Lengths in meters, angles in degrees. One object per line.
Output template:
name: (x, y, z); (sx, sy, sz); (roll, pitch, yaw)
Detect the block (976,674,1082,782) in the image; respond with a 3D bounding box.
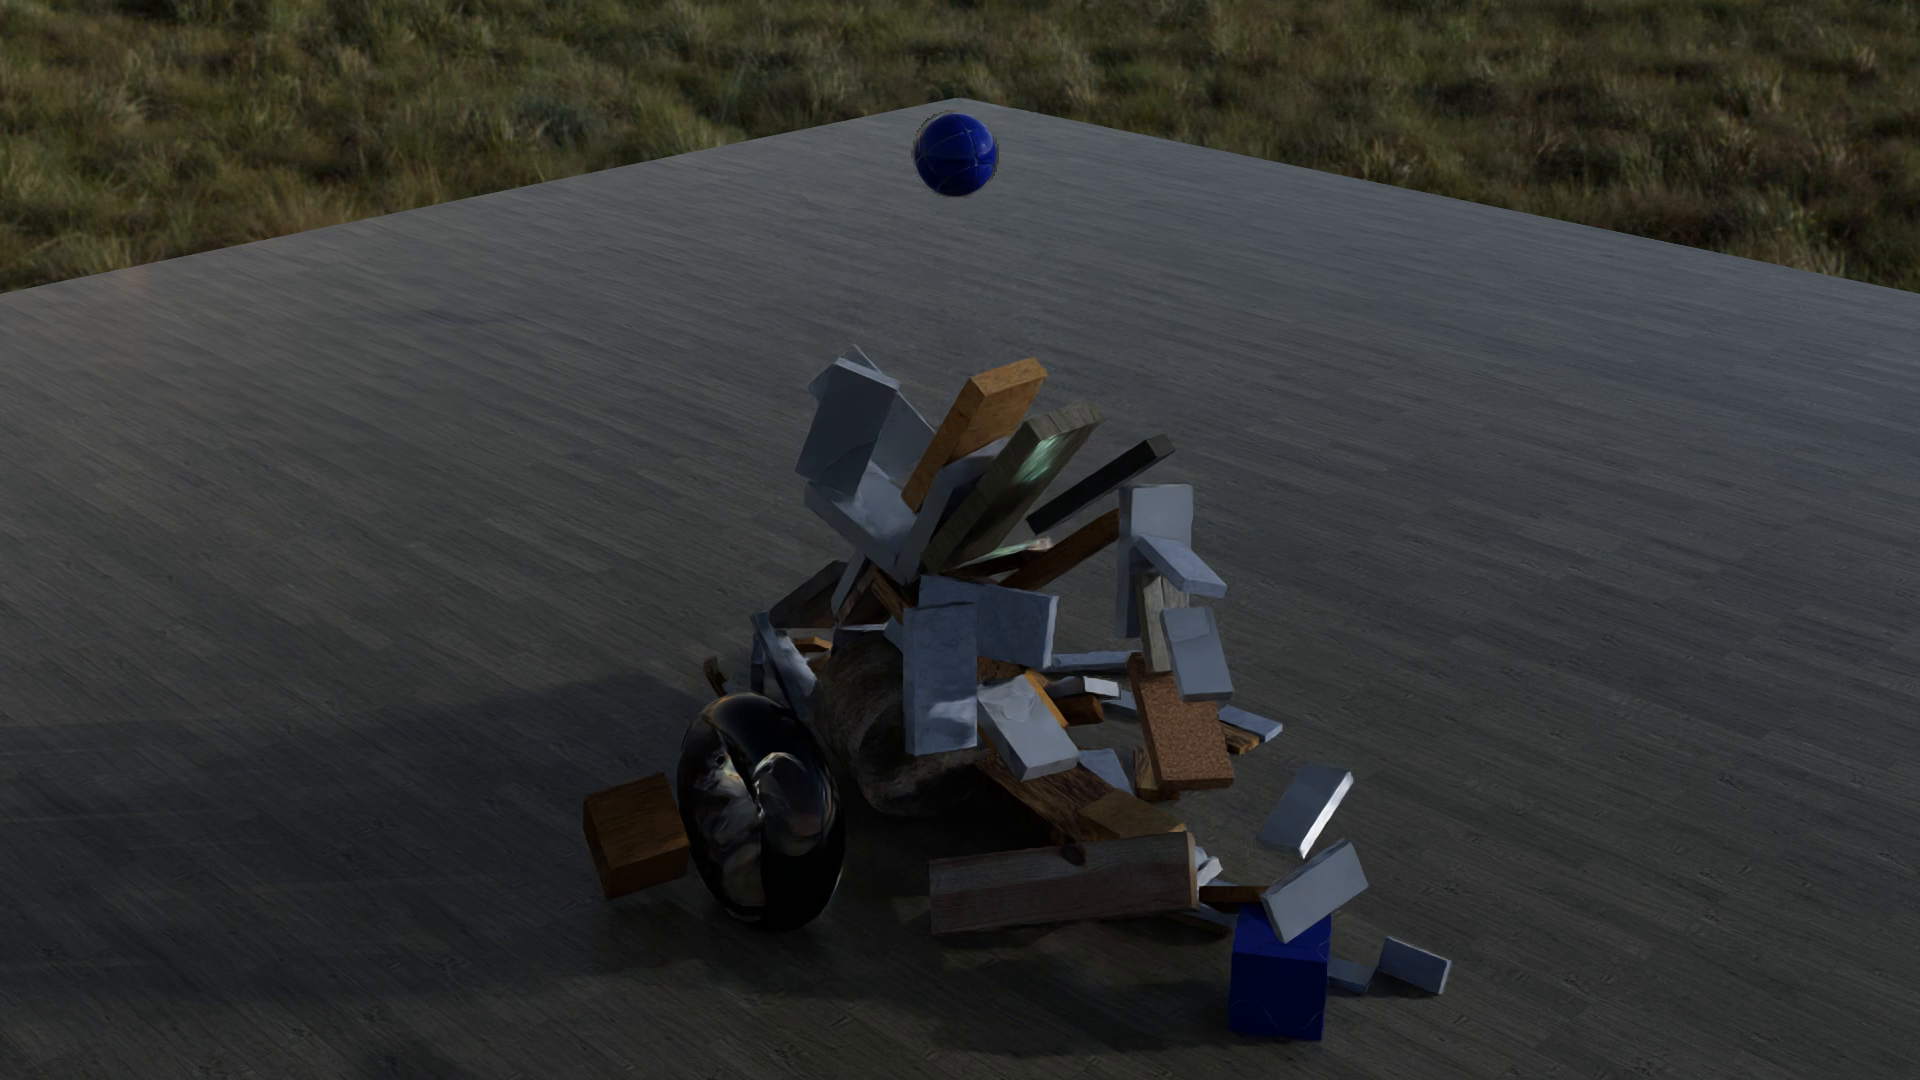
block: (0.101, 0.333, 4.187); (0.136, 0.039, 0.273); (-9, 50, -38)

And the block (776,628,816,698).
block: (-0.378, 0.279, 4.915); (0.023, 0.161, 0.081); (-35, -2, 26)

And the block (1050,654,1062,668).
block: (0.142, 0.205, 4.203); (0.110, 0.016, 0.055); (37, -6, -7)

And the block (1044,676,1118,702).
block: (0.220, 0.338, 4.728); (0.222, 0.031, 0.111); (-19, -22, 40)

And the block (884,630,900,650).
block: (-0.098, 0.217, 4.506); (0.065, 0.018, 0.130); (9, 18, -35)

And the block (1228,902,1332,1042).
block: (0.554, 0.745, 3.802); (0.159, 0.159, 0.159); (5, 23, 11)

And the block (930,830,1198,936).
block: (0.181, 0.621, 3.959); (0.499, 0.136, 0.039); (-10, -21, 22)

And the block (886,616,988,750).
block: (0.012, 0.264, 4.365); (0.165, 0.047, 0.330); (-13, 52, -41)

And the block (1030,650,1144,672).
block: (0.065, 0.290, 5.032); (0.757, 0.016, 0.056); (-3, 23, -3)

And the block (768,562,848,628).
block: (-0.278, 0.123, 4.788); (0.148, 0.042, 0.438); (1, -16, -23)

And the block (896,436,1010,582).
block: (-0.005, -0.055, 4.150); (0.166, 0.331, 0.047); (-28, 70, -30)

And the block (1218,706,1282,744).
block: (0.624, 0.401, 4.790); (0.140, 0.020, 0.070); (18, 29, 35)

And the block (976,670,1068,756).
block: (0.053, 0.268, 4.307); (0.165, 0.047, 0.334); (-9, 50, -38)

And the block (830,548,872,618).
block: (-0.158, 0.069, 4.513); (0.148, 0.295, 0.042); (-5, 63, -21)

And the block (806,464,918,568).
block: (-0.169, -0.060, 4.329); (0.128, 0.036, 0.256); (-33, 58, -31)

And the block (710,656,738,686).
block: (-0.519, 0.312, 4.874); (0.016, 0.112, 0.056); (-26, 41, 5)

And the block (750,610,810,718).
block: (-0.390, 0.269, 4.750); (0.026, 0.241, 0.091); (-24, 2, -12)

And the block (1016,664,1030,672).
block: (0.101, 0.194, 4.162); (0.110, 0.055, 0.016); (43, 8, -9)

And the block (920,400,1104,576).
block: (0.090, -0.094, 4.039); (0.166, 0.428, 0.047); (-21, 69, -42)

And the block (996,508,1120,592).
block: (0.206, 0.024, 4.103); (0.135, 0.038, 0.368); (-23, -8, -40)

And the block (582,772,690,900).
block: (-0.609, 0.556, 4.128); (0.154, 0.154, 0.154); (-15, 64, -19)

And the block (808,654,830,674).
block: (-0.295, 0.292, 5.002); (0.055, 0.016, 0.110); (-25, 26, -27)

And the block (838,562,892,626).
block: (-0.156, 0.096, 4.486); (0.104, 0.281, 0.029); (-2, 62, -25)

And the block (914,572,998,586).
block: (0.022, 0.099, 4.305); (0.208, 0.029, 0.104); (26, 30, 34)

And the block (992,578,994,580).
block: (0.081, 0.139, 4.376); (0.117, 0.058, 0.017); (51, 11, 26)

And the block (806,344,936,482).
block: (-0.173, -0.255, 4.398); (0.128, 0.256, 0.036); (-42, 8, 7)

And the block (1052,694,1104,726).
block: (0.187, 0.373, 4.701); (0.222, 0.031, 0.111); (-7, -21, 12)

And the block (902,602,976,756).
block: (-0.036, 0.250, 3.985); (0.132, 0.265, 0.037); (-6, 10, -32)

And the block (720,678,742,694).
block: (-0.456, 0.377, 4.751); (0.026, 0.091, 0.183); (-36, 32, -5)

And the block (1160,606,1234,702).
block: (0.408, 0.197, 3.804); (0.089, 0.025, 0.178); (-3, 53, -11)

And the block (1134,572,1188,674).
block: (0.364, 0.145, 3.914); (0.089, 0.178, 0.025); (-2, -9, -28)

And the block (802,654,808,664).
block: (-0.390, 0.278, 5.034); (0.016, 0.055, 0.110); (-11, 25, -43)

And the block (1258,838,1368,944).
block: (0.564, 0.558, 3.498); (0.173, 0.086, 0.024); (-30, 20, -19)

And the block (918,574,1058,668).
block: (0.047, 0.150, 4.091); (0.265, 0.132, 0.037); (10, 7, 24)

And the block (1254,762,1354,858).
block: (0.563, 0.440, 3.593); (0.086, 0.024, 0.173); (6, 46, 45)

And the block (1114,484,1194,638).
block: (0.349, 0.036, 3.961); (0.135, 0.269, 0.038); (-3, 10, -31)
